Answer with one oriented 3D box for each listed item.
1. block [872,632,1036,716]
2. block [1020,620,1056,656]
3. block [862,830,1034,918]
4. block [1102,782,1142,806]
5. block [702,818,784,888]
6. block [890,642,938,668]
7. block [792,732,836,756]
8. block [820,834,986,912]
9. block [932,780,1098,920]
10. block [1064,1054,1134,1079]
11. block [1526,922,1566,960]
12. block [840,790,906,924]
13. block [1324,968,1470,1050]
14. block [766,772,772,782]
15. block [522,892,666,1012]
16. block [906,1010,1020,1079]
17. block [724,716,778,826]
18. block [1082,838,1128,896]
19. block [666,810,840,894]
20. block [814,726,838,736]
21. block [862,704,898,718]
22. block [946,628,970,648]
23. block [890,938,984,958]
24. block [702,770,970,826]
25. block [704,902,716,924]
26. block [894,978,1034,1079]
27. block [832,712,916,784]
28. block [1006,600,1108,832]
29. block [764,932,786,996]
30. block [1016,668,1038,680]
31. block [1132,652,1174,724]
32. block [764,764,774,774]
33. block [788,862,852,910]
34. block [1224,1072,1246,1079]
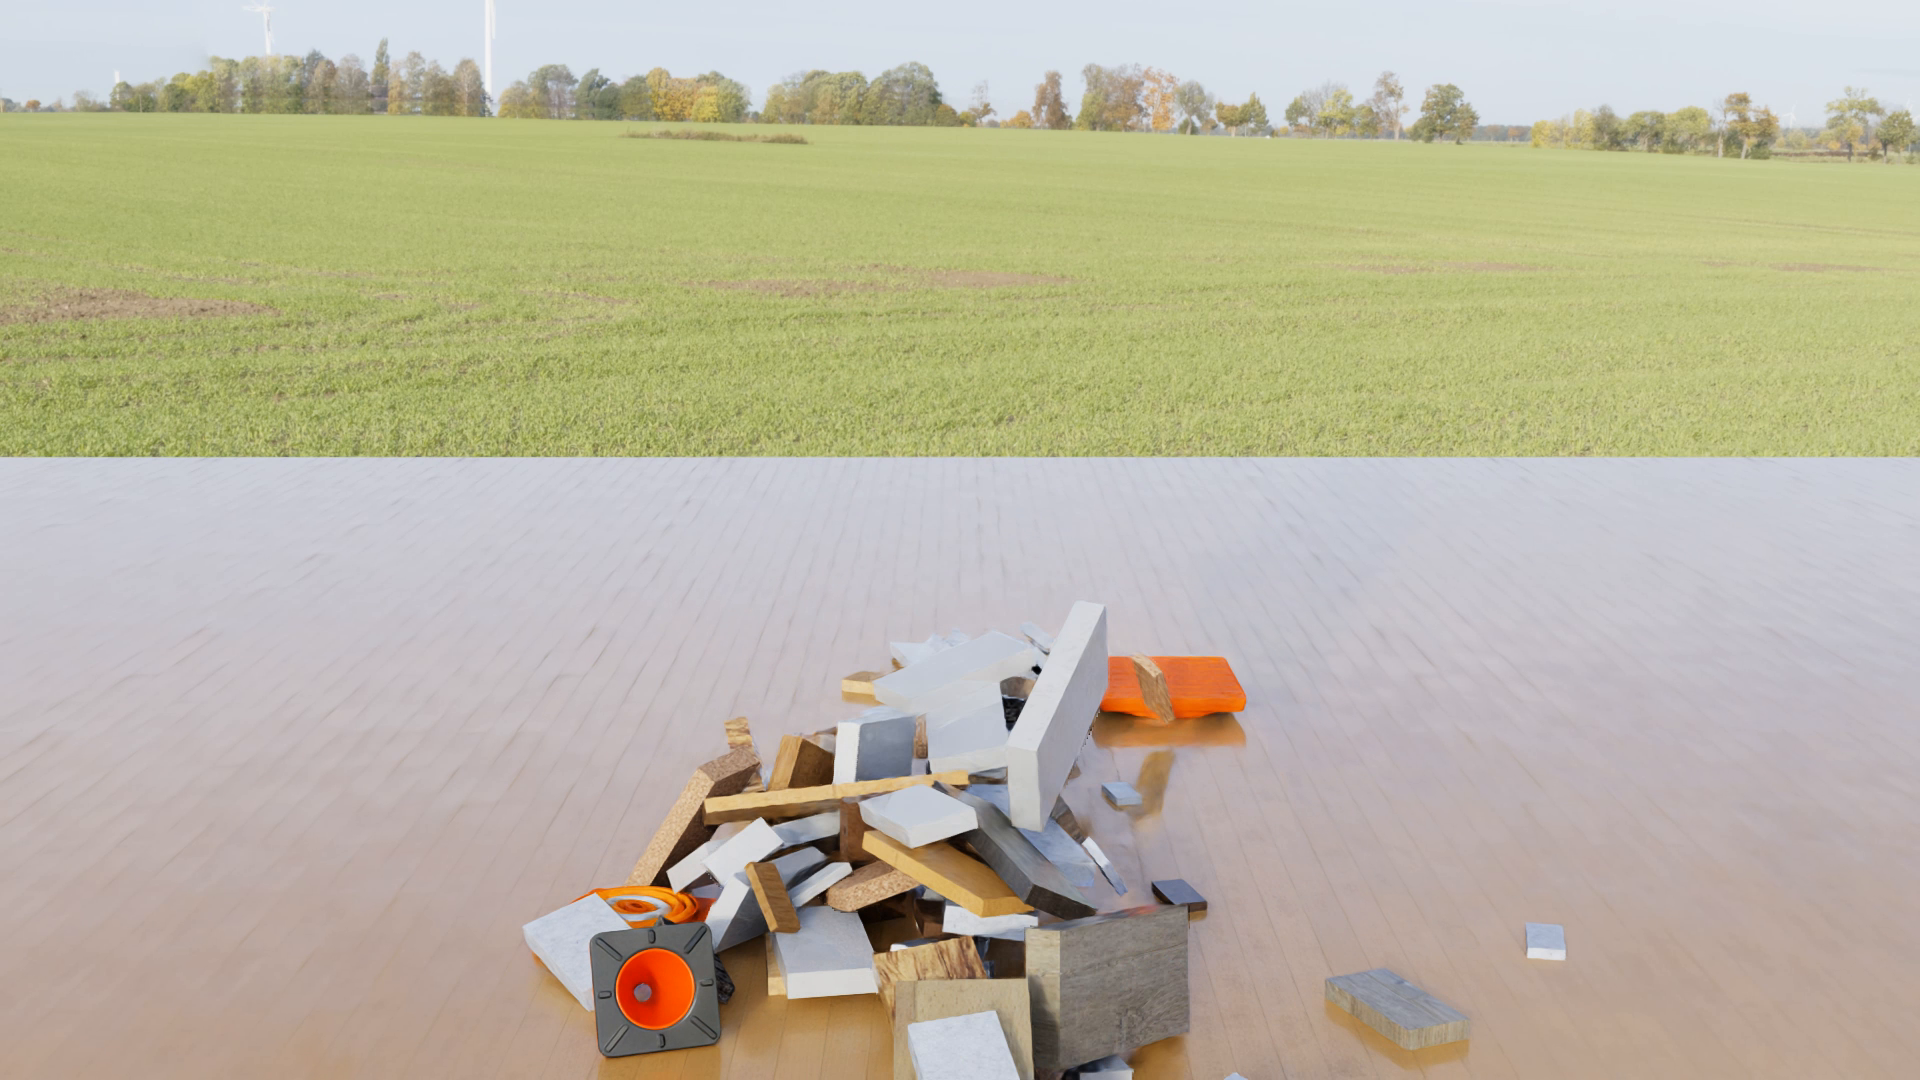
[{"bbox_3d":[-0.011,0.250,4.104,0.273,0.039,0.136,-21,21,-27],"label":"block"},{"bbox_3d":[0.213,0.261,5.154,0.031,0.109,0.219,-40,18,-5],"label":"block"},{"bbox_3d":[-0.020,0.495,3.296,0.095,0.027,0.311,-1,13,-36],"label":"block"},{"bbox_3d":[0.309,0.484,4.200,0.050,0.014,0.100,-3,11,-13],"label":"block"},{"bbox_3d":[-0.333,0.482,3.378,0.113,0.016,0.056,-37,65,-19],"label":"block"},{"bbox_3d":[-0.084,0.286,5.143,0.093,0.026,0.403,2,6,-12],"label":"block"},{"bbox_3d":[-0.207,0.427,4.000,0.138,0.039,0.275,3,-27,15],"label":"block"},{"bbox_3d":[-0.086,0.518,3.445,0.248,0.035,0.124,-17,3,-22],"label":"block"},{"bbox_3d":[0.072,0.469,3.325,0.110,0.031,0.455,25,4,-22],"label":"block"},{"bbox_3d":[0.159,0.697,2.981,0.081,0.023,0.162,3,11,-26],"label":"block"},{"bbox_3d":[0.913,0.626,3.431,0.056,0.016,0.112,2,11,12],"label":"block"},{"bbox_3d":[-0.139,0.510,3.526,0.104,0.208,0.029,-6,14,-27],"label":"block"},{"bbox_3d":[0.625,0.671,3.153,0.104,0.029,0.208,-5,11,-23],"label":"block"},{"bbox_3d":[-0.362,0.470,4.101,0.154,0.077,0.022,6,37,29],"label":"block"},{"bbox_3d":[-0.551,0.615,3.298,0.124,0.035,0.248,-22,24,-25],"label":"block"},{"bbox_3d":[0.014,0.645,2.582,0.110,0.031,0.220,-7,30,-11],"label":"block"},{"bbox_3d":[-0.358,0.421,3.816,0.039,0.138,0.275,-15,-25,-4],"label":"block"},{"bbox_3d":[0.228,0.514,3.456,0.016,0.113,0.056,-37,53,-4],"label":"block"},{"bbox_3d":[-0.244,0.492,3.645,0.487,0.039,0.138,-9,-20,-39],"label":"block"},{"bbox_3d":[-0.254,0.406,4.619,0.050,0.014,0.100,10,15,43],"label":"block"},{"bbox_3d":[-0.119,0.380,4.670,0.093,0.026,0.186,-17,15,-33],"label":"block"},{"bbox_3d":[0.085,0.295,4.930,0.138,0.039,0.408,39,-2,-19],"label":"block"},{"bbox_3d":[-0.029,0.589,3.149,0.081,0.023,0.320,4,-7,10],"label":"block"},{"bbox_3d":[-0.202,0.418,3.568,0.428,0.023,0.081,-5,-21,-12],"label":"block"},{"bbox_3d":[-0.348,0.587,3.467,0.022,0.077,0.154,32,24,23],"label":"block"},{"bbox_3d":[0.005,0.657,2.641,0.167,0.047,0.334,-1,29,0],"label":"block"},{"bbox_3d":[-0.145,0.373,3.771,0.039,0.136,0.273,5,1,19],"label":"block"},{"bbox_3d":[0.158,0.277,3.503,0.050,0.176,0.352,10,41,18],"label":"block"},{"bbox_3d":[-0.246,0.639,3.333,0.095,0.027,0.190,-1,11,-6],"label":"block"},{"bbox_3d":[0.132,0.291,5.011,0.109,0.031,0.219,42,-3,-19],"label":"block"},{"bbox_3d":[0.403,0.308,4.589,0.022,0.157,0.078,-34,46,-15],"label":"block"},{"bbox_3d":[-0.405,0.460,4.245,0.191,0.022,0.078,-7,10,2],"label":"block"},{"bbox_3d":[-0.226,0.536,3.416,0.113,0.016,0.056,-31,8,-28],"label":"block"},{"bbox_3d":[0.246,0.735,2.436,0.176,0.050,0.603,27,17,27],"label":"block"}]
